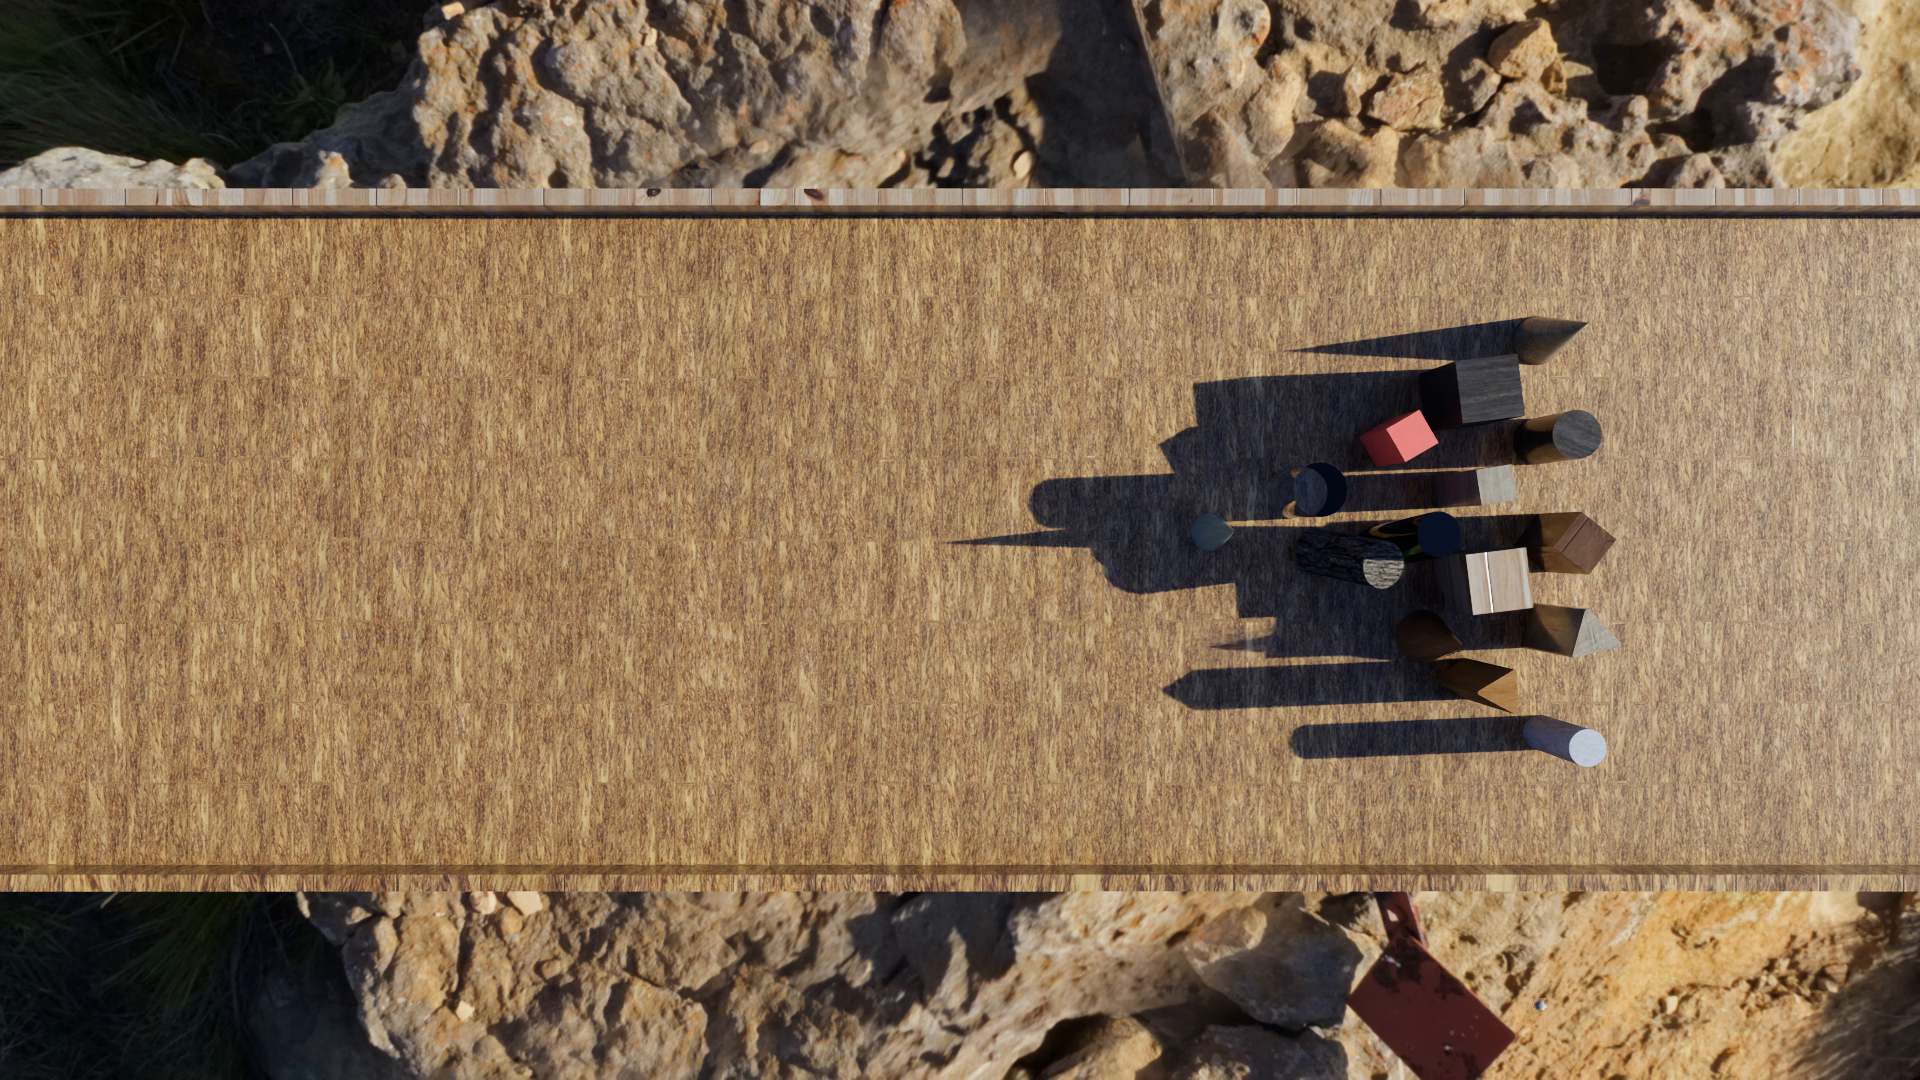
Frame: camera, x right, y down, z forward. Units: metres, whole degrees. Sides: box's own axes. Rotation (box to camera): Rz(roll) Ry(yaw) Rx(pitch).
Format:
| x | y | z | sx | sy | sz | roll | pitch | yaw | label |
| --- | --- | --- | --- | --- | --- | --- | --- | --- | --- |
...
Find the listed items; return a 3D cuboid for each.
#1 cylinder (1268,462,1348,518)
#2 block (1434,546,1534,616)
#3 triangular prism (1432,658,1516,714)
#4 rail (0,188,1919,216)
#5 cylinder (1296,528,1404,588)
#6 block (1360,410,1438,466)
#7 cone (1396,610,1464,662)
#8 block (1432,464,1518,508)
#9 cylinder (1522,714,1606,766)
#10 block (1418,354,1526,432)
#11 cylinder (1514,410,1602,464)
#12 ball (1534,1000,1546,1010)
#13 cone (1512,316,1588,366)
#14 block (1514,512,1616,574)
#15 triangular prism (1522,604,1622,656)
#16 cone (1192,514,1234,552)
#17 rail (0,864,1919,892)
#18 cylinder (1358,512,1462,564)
| x | y | z | sx | sy | sz | roll | pitch | yaw | label |
| --- | --- | --- | --- | --- | --- | --- | --- | --- | --- |
| 1.023 | -0.143 | 4.880 | 0.155 | 0.393 | 0.155 | 0 | 90 | 0 | cylinder |
| 1.552 | 0.119 | 4.911 | 0.175 | 0.332 | 0.175 | -7 | 90 | 0 | block |
| 1.534 | 0.412 | 4.853 | 0.125 | 0.447 | 0.108 | 29 | 90 | 0 | triangular prism |
| -2.247 | -1.025 | 5.002 | 12.000 | 0.150 | 0.050 | 0 | 90 | 0 | rail |
| 1.150 | 0.052 | 4.887 | 0.139 | 0.353 | 0.139 | -3 | 97 | -21 | cylinder |
| 1.302 | -0.300 | 4.911 | 0.110 | 0.331 | 0.110 | -30 | 90 | 0 | block |
| 1.430 | 0.300 | 4.887 | 0.164 | 0.371 | 0.164 | 0 | 91 | -2 | cone |
| 1.513 | -0.156 | 4.863 | 0.102 | 0.427 | 0.102 | -9 | 90 | 0 | block |
| 1.786 | 0.592 | 4.884 | 0.107 | 0.384 | 0.107 | 0 | 90 | 0 | cylinder |
| 1.512 | -0.432 | 4.890 | 0.179 | 0.373 | 0.179 | -7 | 90 | 0 | block |
| 1.773 | -0.303 | 4.907 | 0.142 | 0.338 | 0.142 | 0 | 90 | 0 | cylinder |
| 9.579 | 7.679 | 27.217 | 0.175 | 0.175 | 0.175 | 0 | 90 | 0 | ball |
| 1.775 | -0.614 | 4.865 | 0.152 | 0.423 | 0.152 | 0 | 90 | 0 | cone |
| 1.793 | 0.009 | 4.902 | 0.129 | 0.349 | 0.129 | 38 | 90 | 0 | block |
| 1.783 | 0.254 | 4.865 | 0.141 | 0.423 | 0.122 | -14 | 90 | 0 | triangular prism |
| 0.770 | -0.024 | 4.847 | 0.117 | 0.459 | 0.117 | 0 | 90 | 0 | cone |
| -2.247 | 1.025 | 5.001 | 12.000 | 0.150 | 0.050 | 0 | 90 | 0 | rail |
| 1.307 | 0.004 | 4.842 | 0.131 | 0.453 | 0.131 | 1 | 85 | -9 | cylinder |
